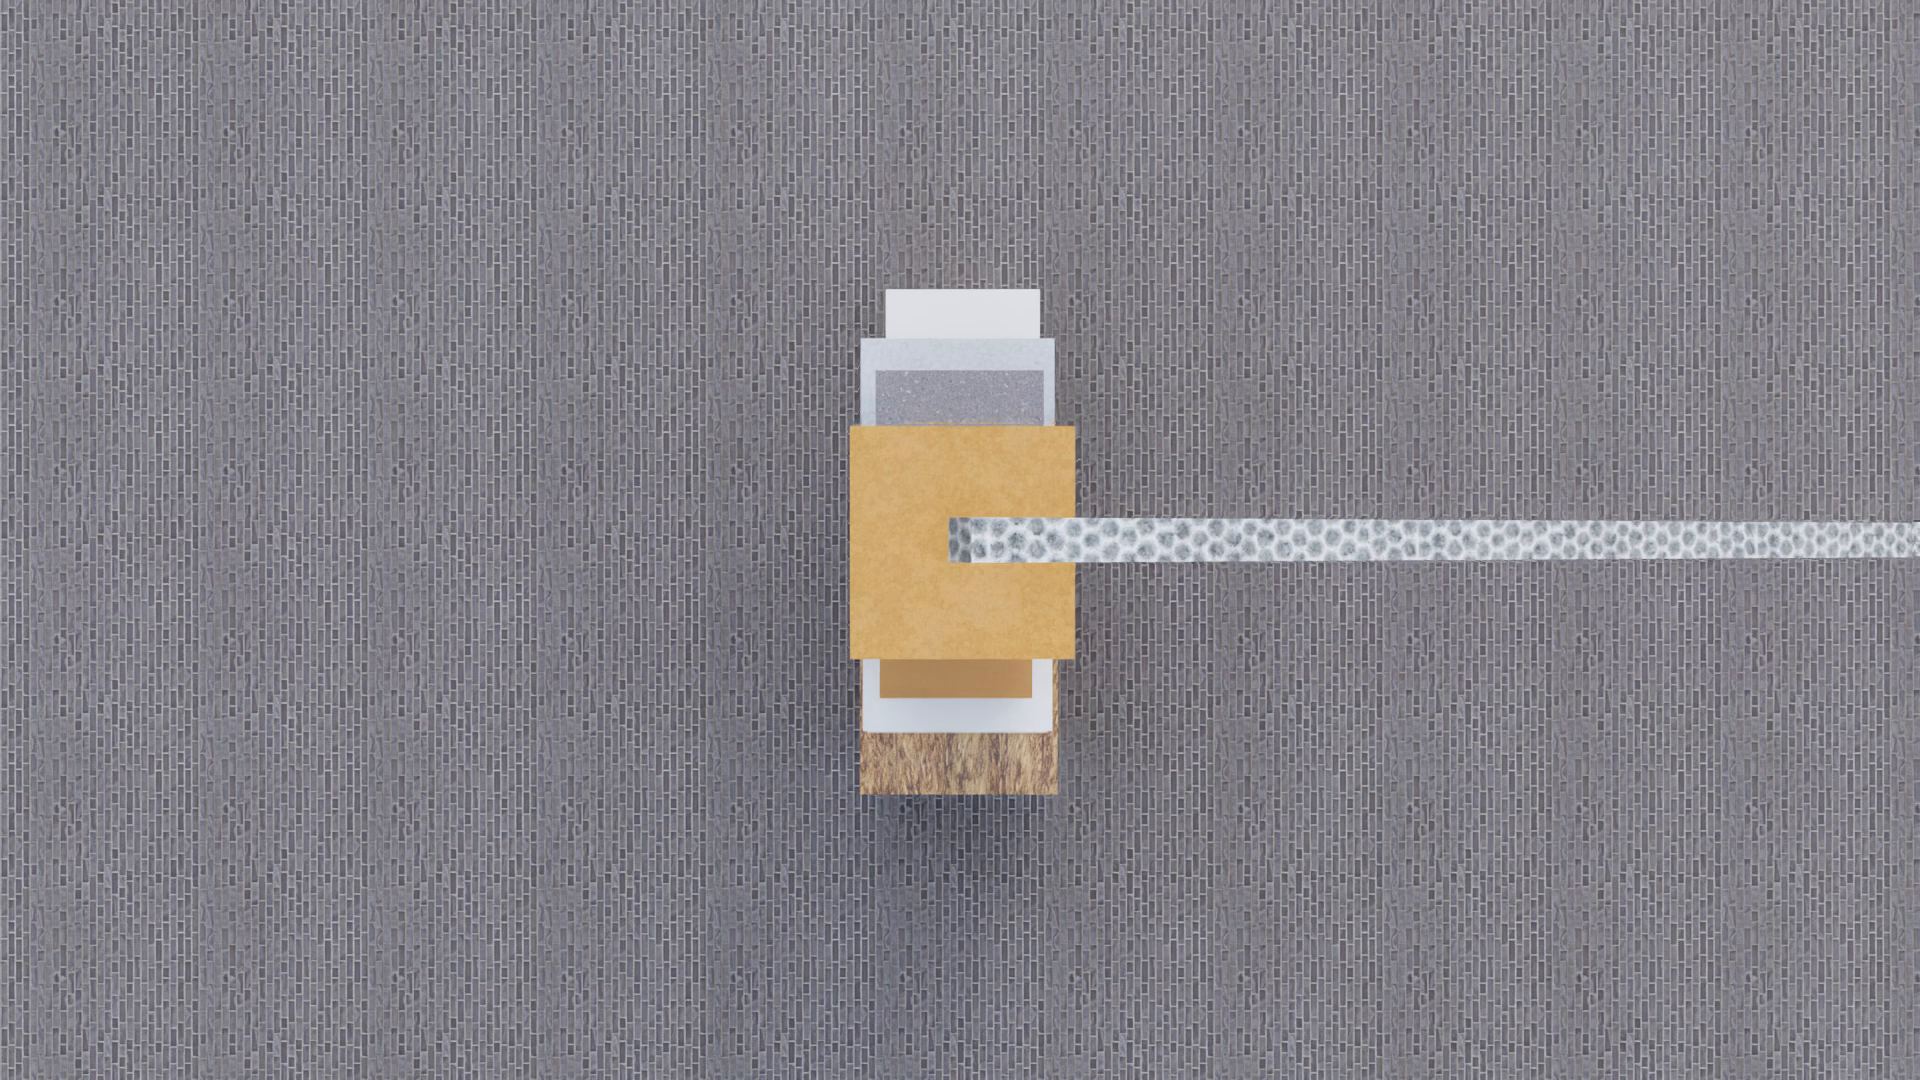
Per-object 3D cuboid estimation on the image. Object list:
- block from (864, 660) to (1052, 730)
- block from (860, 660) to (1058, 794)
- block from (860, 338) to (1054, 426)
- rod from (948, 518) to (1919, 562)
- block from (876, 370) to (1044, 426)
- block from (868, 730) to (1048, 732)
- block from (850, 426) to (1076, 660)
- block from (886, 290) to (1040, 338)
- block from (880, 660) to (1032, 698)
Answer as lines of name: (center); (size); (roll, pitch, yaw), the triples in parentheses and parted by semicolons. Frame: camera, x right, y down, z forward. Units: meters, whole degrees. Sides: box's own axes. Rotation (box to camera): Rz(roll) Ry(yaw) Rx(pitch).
block: (-0.010, 0.436, 10.424); (0.865, 0.756, 0.873); (0, 90, 0)
block: (-0.006, 0.860, 12.458); (1.074, 1.084, 1.037); (0, 90, 0)
block: (-0.010, -0.458, 10.345); (0.870, 0.942, 0.871); (0, 88, 0)
rod: (2.234, 0.000, 5.205); (5.200, 0.080, 0.080); (0, 90, -31)
block: (-0.001, -0.364, 9.521); (0.702, 0.681, 0.690); (0, 90, 0)
block: (-0.011, 0.468, 11.359); (0.884, 1.113, 0.962); (0, 90, 0)
block: (0.009, 0.000, 8.119); (0.797, 0.655, 0.827); (0, 92, 0)
block: (0.016, -0.938, 12.552); (0.848, 0.896, 0.881); (0, 90, 0)
block: (-0.017, 0.344, 9.690); (0.648, 0.714, 0.658); (0, 90, 0)
